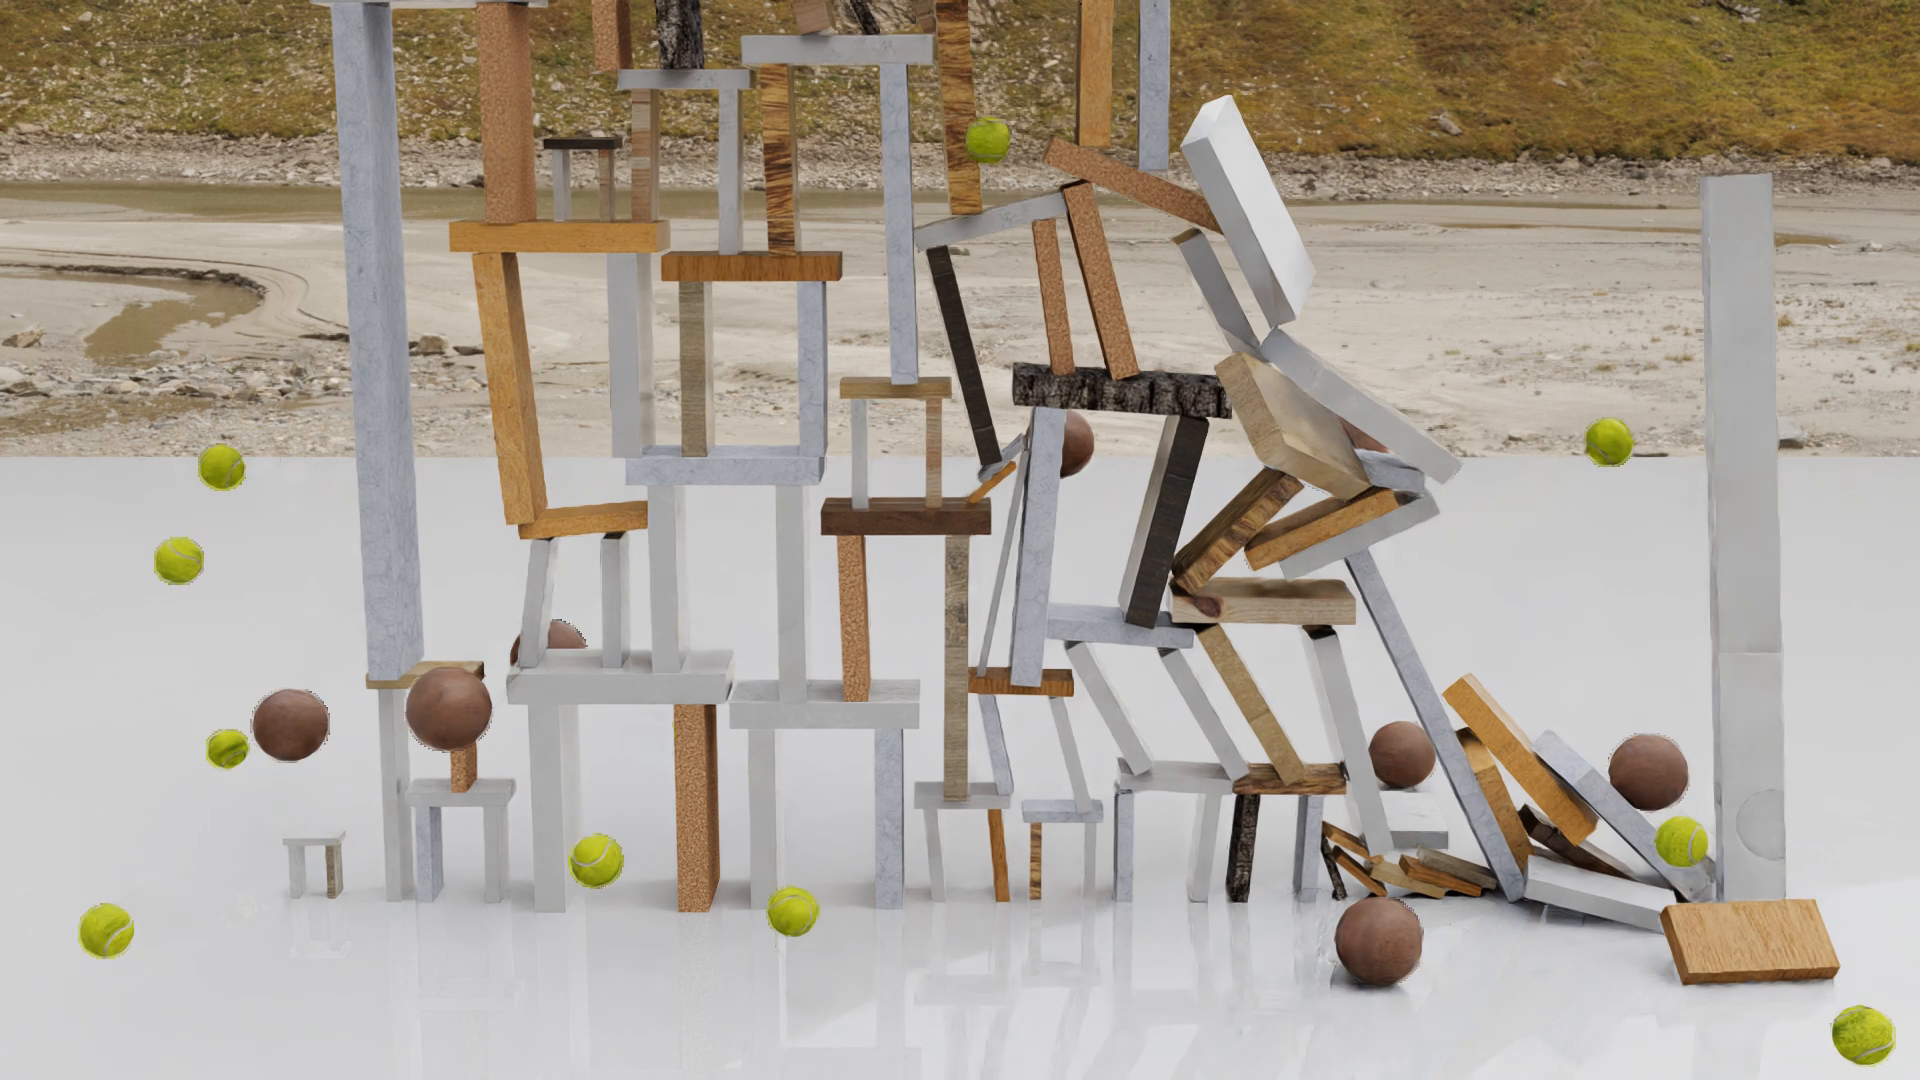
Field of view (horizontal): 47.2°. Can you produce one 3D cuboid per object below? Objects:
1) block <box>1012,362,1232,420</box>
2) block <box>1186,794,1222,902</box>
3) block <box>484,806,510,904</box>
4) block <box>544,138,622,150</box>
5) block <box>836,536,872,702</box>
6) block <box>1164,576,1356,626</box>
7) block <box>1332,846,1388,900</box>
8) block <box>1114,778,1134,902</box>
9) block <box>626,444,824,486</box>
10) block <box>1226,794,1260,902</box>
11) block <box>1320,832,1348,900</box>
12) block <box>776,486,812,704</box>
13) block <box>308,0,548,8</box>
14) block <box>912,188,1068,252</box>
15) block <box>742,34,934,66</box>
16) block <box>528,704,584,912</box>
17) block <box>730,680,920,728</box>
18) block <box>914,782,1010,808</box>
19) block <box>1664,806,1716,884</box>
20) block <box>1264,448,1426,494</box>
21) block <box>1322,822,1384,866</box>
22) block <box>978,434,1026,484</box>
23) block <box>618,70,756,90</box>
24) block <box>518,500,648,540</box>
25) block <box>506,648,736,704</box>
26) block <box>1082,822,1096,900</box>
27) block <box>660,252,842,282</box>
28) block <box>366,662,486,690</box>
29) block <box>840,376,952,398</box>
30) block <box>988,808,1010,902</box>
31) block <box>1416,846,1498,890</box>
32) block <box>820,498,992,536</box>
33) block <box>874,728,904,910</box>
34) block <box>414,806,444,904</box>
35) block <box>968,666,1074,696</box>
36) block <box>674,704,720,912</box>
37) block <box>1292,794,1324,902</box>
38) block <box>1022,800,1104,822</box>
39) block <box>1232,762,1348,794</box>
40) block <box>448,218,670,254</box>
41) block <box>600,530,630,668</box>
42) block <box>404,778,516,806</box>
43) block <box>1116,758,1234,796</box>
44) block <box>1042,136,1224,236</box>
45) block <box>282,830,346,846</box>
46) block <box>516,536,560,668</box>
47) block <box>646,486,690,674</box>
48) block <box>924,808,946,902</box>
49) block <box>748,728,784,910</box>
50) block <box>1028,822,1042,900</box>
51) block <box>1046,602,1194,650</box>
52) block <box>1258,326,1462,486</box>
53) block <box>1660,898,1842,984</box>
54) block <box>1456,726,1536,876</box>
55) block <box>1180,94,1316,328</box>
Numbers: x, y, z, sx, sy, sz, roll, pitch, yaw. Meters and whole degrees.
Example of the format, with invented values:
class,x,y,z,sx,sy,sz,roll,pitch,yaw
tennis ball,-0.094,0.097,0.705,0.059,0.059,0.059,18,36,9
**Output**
class,x,y,z,sx,sy,sz,roll,pitch,yaw
block,0.256,-0.240,3.513,0.341,0.048,0.171,4,11,-1
block,0.405,0.497,3.656,0.026,0.185,0.092,6,11,-1
block,-0.769,0.509,3.648,0.023,0.166,0.083,1,11,-1
block,-0.589,-0.620,3.438,0.112,0.016,0.056,1,13,6
block,-0.172,0.114,3.579,0.038,0.271,0.135,-2,11,0
block,0.484,0.098,3.563,0.291,0.041,0.145,1,12,0
block,0.664,0.552,3.658,0.104,0.015,0.052,39,8,-7
block,0.272,0.498,3.657,0.026,0.184,0.092,0,11,0
block,-0.374,-0.121,3.530,0.304,0.043,0.152,0,11,0
block,0.470,0.498,3.652,0.026,0.184,0.092,5,11,-1
block,0.617,0.540,3.656,0.015,0.104,0.052,-20,10,4
block,-0.269,0.074,3.570,0.043,0.355,0.152,0,11,0
block,-0.818,-0.850,3.397,0.330,0.047,0.165,0,11,0
block,0.047,-0.503,3.459,0.240,0.034,0.120,-14,11,2
block,-0.187,-0.760,3.416,0.291,0.041,0.145,0,11,0
block,-0.667,0.419,3.634,0.049,0.349,0.175,0,11,0
block,-0.218,0.269,3.609,0.305,0.043,0.153,0,11,0
block,0.004,0.422,3.637,0.158,0.022,0.079,0,11,0
block,1.254,0.518,3.743,0.104,0.030,0.209,45,17,13
block,0.607,-0.123,3.503,0.249,0.035,0.125,10,12,0
block,0.653,0.505,3.663,0.104,0.015,0.052,28,8,-15
block,0.067,-0.130,3.530,0.094,0.013,0.047,-41,11,14
block,-0.423,-0.717,3.424,0.203,0.029,0.102,0,11,1
block,-0.600,-0.034,3.557,0.211,0.030,0.105,-5,11,0
block,-0.550,0.223,3.599,0.349,0.049,0.175,0,11,-1
block,0.215,0.524,3.660,0.019,0.133,0.067,0,11,0
block,-0.326,-0.433,3.476,0.275,0.039,0.138,0,11,0
block,-0.874,0.221,3.598,0.174,0.025,0.087,0,11,1
block,-0.102,-0.243,3.513,0.176,0.025,0.088,0,11,0
block,0.064,0.512,3.654,0.022,0.158,0.079,-5,10,1
block,0.833,0.549,3.689,0.128,0.018,0.064,18,8,1
block,-0.085,-0.039,3.549,0.271,0.038,0.135,0,11,0
block,-0.116,0.440,3.641,0.043,0.305,0.153,0,11,0
block,-0.880,0.510,3.648,0.023,0.166,0.083,1,11,-1
block,0.099,0.231,3.599,0.171,0.024,0.086,2,11,0
block,-0.434,0.419,3.634,0.049,0.349,0.175,0,11,0
block,0.578,0.499,3.653,0.026,0.185,0.092,2,11,0
block,0.170,0.449,3.646,0.133,0.019,0.067,0,11,0
block,0.539,0.394,3.633,0.185,0.026,0.092,0,11,0
block,-0.628,-0.481,3.472,0.319,0.045,0.160,0,11,0
block,-0.560,0.094,3.581,0.030,0.211,0.105,1,11,0
block,-0.824,0.416,3.631,0.166,0.023,0.083,0,11,0
block,0.354,0.390,3.635,0.185,0.026,0.092,3,11,-1
block,0.279,-0.555,3.442,0.305,0.043,0.153,21,10,-3
block,-1.072,0.494,3.650,0.092,0.013,0.046,0,11,0
block,-0.685,0.093,3.579,0.030,0.211,0.105,8,10,-3
block,-0.472,0.049,3.563,0.043,0.304,0.152,0,11,-1
block,-0.041,0.512,3.654,0.022,0.158,0.079,-5,10,1
block,-0.320,0.440,3.641,0.043,0.305,0.153,0,11,0
block,0.125,0.524,3.660,0.019,0.133,0.067,0,11,0
block,0.256,0.139,3.586,0.239,0.034,0.120,4,11,-1
block,0.615,-0.206,3.378,0.324,0.046,0.162,29,14,-32
block,1.190,0.605,3.316,0.236,0.033,0.118,-1,50,-6
block,0.904,0.448,3.681,0.037,0.262,0.131,-26,25,6
block,0.439,-0.497,3.324,0.045,0.318,0.159,-17,26,30
